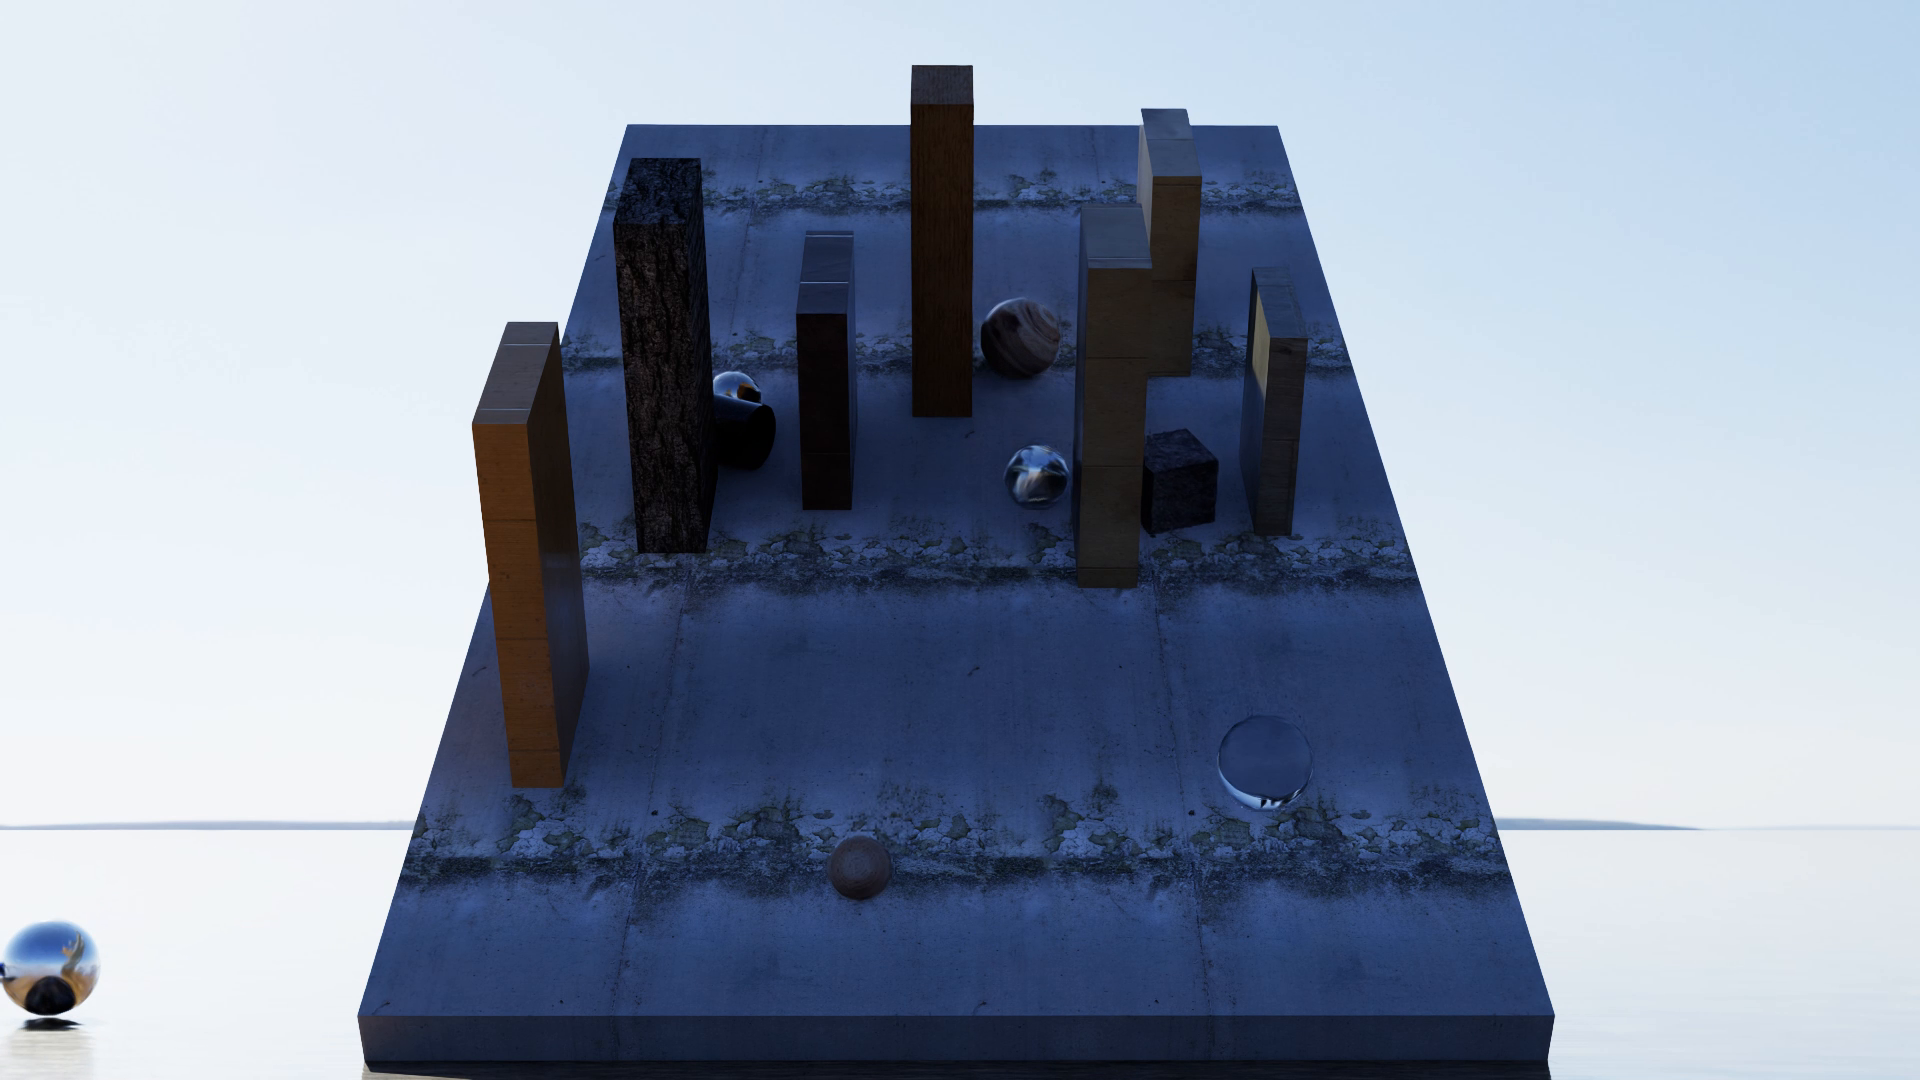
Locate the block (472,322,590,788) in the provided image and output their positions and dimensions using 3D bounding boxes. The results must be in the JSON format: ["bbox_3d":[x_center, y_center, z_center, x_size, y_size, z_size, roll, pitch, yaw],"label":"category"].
[{"bbox_3d":[-0.797,0.030,4.564,0.095,0.780,0.401,0,31,0],"label":"block"}]

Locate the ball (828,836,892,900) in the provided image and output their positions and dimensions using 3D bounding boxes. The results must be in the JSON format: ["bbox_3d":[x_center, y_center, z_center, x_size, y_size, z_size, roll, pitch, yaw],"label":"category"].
[{"bbox_3d":[-0.177,0.580,4.302,0.114,0.114,0.114,0,-7,0],"label":"ball"}]

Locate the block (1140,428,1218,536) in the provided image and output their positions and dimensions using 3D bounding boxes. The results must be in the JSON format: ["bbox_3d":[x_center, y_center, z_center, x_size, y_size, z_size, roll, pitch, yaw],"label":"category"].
[{"bbox_3d":[0.466,-0.131,5.438,0.159,0.159,0.159,-12,33,-19],"label":"block"}]

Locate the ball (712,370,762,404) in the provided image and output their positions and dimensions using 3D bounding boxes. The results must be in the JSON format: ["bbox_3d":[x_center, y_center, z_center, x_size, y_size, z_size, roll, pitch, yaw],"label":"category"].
[{"bbox_3d":[-0.540,-0.333,5.786,0.137,0.137,0.137,0,-7,0],"label":"ball"}]

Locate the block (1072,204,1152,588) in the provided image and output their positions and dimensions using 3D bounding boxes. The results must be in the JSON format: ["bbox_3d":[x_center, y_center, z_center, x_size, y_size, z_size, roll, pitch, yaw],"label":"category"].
[{"bbox_3d":[0.316,-0.301,5.149,0.127,0.748,0.322,0,31,0],"label":"block"}]

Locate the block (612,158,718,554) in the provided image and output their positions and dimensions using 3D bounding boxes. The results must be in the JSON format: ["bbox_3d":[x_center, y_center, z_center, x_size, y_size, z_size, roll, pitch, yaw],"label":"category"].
[{"bbox_3d":[-0.630,-0.394,5.265,0.147,0.781,0.346,0,31,0],"label":"block"}]

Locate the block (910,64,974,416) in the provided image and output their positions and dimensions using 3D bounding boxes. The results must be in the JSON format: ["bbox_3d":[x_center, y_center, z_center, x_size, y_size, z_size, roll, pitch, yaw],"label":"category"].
[{"bbox_3d":[-0.042,-0.701,5.764,0.143,0.794,0.252,0,31,0],"label":"block"}]

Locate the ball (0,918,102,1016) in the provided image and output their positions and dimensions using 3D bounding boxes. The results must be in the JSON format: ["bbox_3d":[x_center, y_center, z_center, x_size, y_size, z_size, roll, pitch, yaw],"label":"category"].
[{"bbox_3d":[-1.895,0.889,5.069,0.202,0.202,0.202,0,-7,0],"label":"ball"}]

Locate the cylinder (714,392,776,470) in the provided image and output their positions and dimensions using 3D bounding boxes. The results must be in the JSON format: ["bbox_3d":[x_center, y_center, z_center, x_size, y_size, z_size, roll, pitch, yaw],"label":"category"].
[{"bbox_3d":[-0.533,-0.254,5.639,0.155,0.155,0.155,15,-1,23],"label":"cylinder"}]

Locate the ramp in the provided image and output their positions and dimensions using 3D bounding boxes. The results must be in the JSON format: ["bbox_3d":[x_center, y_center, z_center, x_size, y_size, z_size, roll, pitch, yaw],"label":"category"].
[{"bbox_3d":[-0.014,-0.199,5.797,2.000,0.100,4.000,0,31,0],"label":"ramp"}]

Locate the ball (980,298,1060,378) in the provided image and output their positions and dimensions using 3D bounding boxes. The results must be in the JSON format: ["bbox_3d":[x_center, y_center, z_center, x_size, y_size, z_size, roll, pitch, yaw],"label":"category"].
[{"bbox_3d":[0.148,-0.499,6.006,0.198,0.198,0.198,0,-7,0],"label":"ball"}]

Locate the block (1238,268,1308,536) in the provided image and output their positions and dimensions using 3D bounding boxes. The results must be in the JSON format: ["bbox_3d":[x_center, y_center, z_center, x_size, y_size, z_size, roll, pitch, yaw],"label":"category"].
[{"bbox_3d":[0.694,-0.310,5.416,0.080,0.489,0.352,0,31,0],"label":"block"}]

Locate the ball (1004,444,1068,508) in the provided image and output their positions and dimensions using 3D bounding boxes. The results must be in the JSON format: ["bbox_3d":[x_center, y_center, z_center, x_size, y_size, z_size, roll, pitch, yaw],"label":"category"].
[{"bbox_3d":[0.171,-0.144,5.470,0.146,0.146,0.146,0,-7,0],"label":"ball"}]

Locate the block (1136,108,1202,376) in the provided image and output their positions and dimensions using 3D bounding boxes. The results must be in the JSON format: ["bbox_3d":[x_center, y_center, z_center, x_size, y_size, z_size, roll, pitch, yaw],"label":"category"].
[{"bbox_3d":[0.514,-0.748,6.097,0.116,0.534,0.441,0,31,0],"label":"block"}]

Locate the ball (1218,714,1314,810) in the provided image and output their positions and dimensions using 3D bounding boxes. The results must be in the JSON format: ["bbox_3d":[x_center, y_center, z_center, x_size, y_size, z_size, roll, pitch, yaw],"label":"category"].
[{"bbox_3d":[0.567,0.413,4.522,0.177,0.177,0.177,0,-7,0],"label":"ball"}]

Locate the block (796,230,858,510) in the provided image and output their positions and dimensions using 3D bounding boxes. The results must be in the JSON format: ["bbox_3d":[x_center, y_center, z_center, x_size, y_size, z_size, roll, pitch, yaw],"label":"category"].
[{"bbox_3d":[-0.300,-0.390,5.541,0.109,0.490,0.435,0,31,0],"label":"block"}]
